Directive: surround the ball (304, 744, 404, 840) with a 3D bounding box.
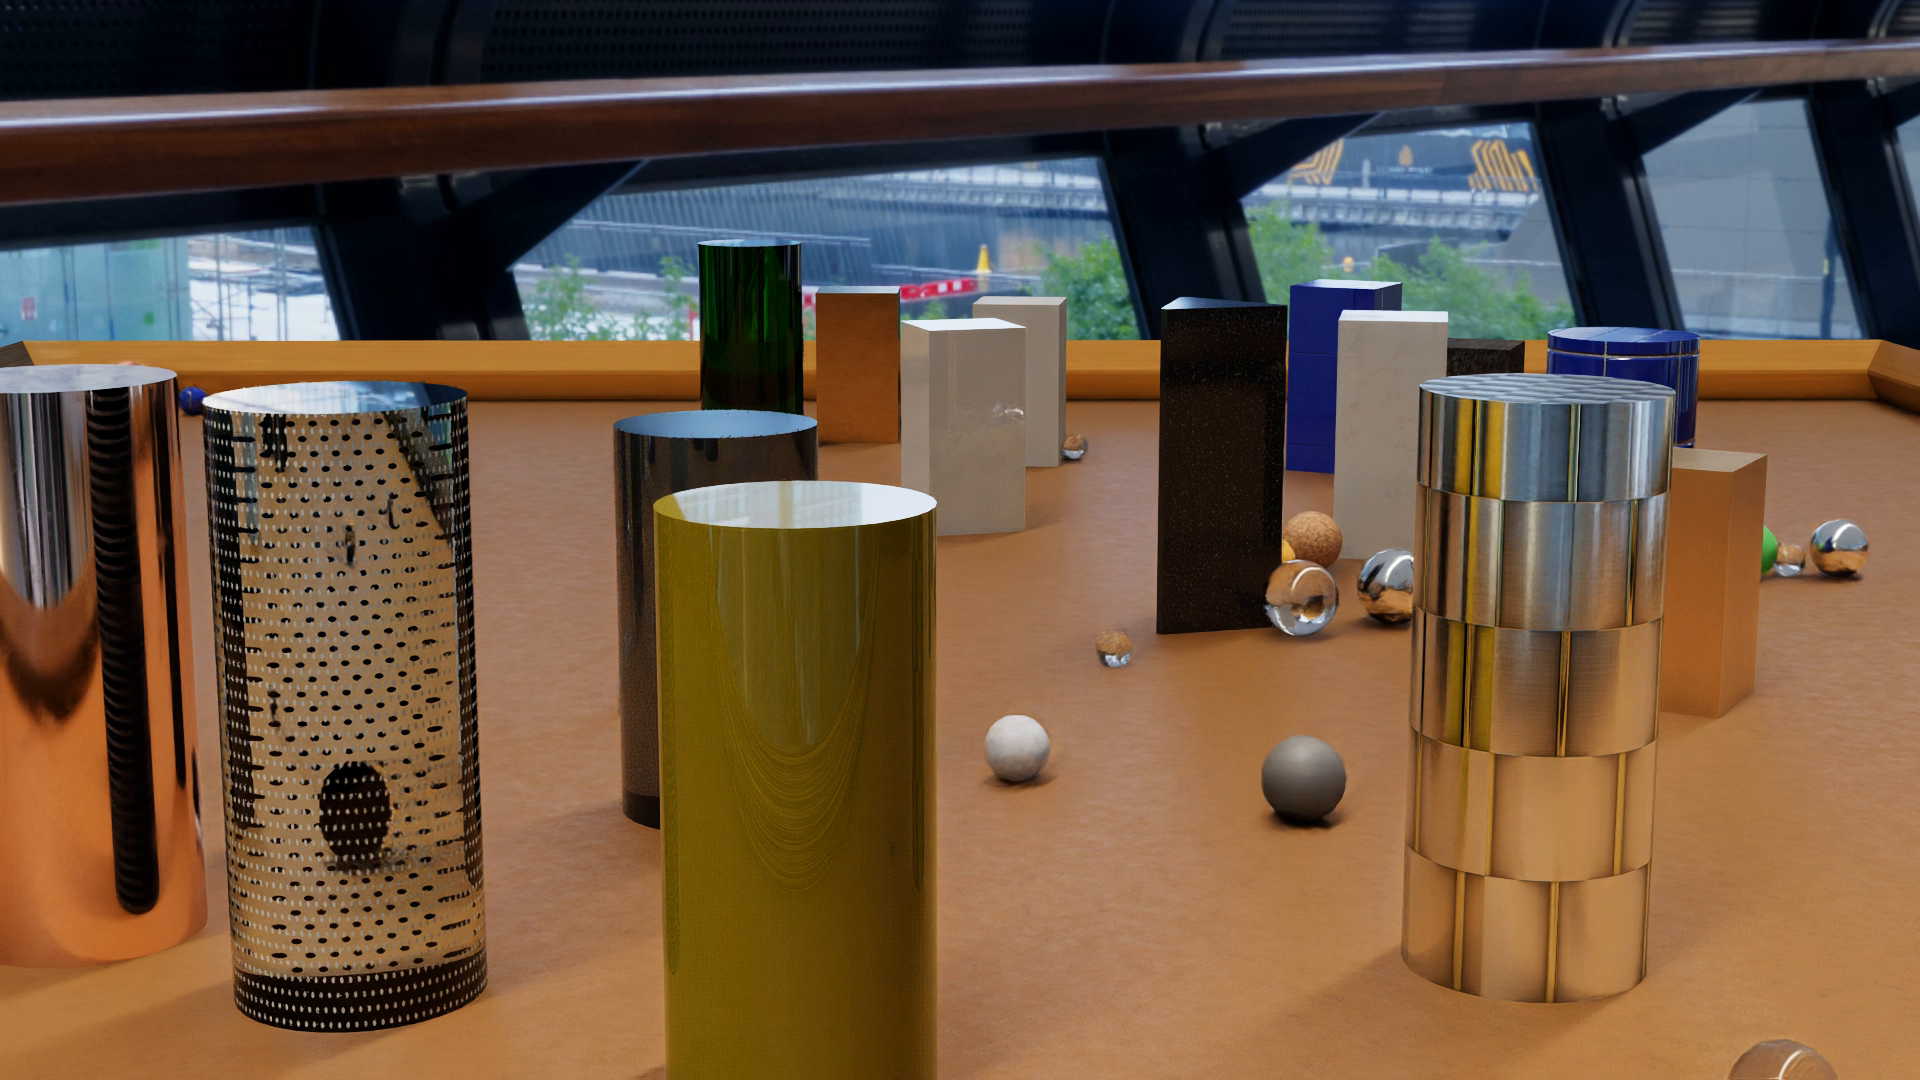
[{"bbox_3d":[-0.576,0.239,2.439,0.092,0.092,0.092,0,10,0],"label":"ball"}]

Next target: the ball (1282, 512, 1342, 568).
[{"bbox_3d":[0.512,0.002,3.735,0.088,0.088,0.088,0,10,0],"label":"ball"}]

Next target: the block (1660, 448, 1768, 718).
[{"bbox_3d":[0.829,0.044,2.977,0.158,0.281,0.158,6,12,30],"label":"block"}]

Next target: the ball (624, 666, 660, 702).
[{"bbox_3d":[-0.368,0.167,2.969,0.042,0.042,0.042,0,10,0],"label":"ball"}]

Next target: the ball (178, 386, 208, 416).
[{"bbox_3d":[-1.616,-0.294,5.405,0.061,0.061,0.061,0,10,0],"label":"ball"}]

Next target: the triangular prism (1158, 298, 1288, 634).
[{"bbox_3d":[0.319,-0.103,3.382,0.171,0.422,0.148,-3,11,-16],"label":"triangular prism"}]

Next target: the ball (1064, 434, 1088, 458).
[{"bbox_3d":[0.216,-0.175,4.806,0.045,0.045,0.045,0,10,0],"label":"ball"}]

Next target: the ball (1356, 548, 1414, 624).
[{"bbox_3d":[0.573,0.061,3.383,0.099,0.099,0.099,0,10,0],"label":"ball"}]

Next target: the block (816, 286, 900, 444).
[{"bbox_3d":[-0.199,-0.347,5.054,0.158,0.293,0.158,0,10,1],"label":"block"}]

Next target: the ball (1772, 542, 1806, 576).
[{"bbox_3d":[1.194,0.028,3.698,0.049,0.049,0.049,0,10,0],"label":"ball"}]

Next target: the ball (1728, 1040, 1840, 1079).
[{"bbox_3d":[0.559,0.377,1.739,0.076,0.076,0.076,0,10,0],"label":"ball"}]

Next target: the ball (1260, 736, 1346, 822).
[{"bbox_3d":[0.335,0.232,2.502,0.083,0.083,0.083,0,10,0],"label":"ball"}]

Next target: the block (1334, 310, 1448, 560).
[{"bbox_3d":[0.649,-0.160,3.868,0.158,0.357,0.158,2,11,10],"label":"block"}]

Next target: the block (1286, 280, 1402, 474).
[{"bbox_3d":[0.700,-0.298,4.677,0.158,0.336,0.158,5,12,27],"label":"block"}]

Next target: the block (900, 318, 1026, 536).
[{"bbox_3d":[0.004,-0.182,4.083,0.158,0.323,0.158,-3,11,-17],"label":"block"}]

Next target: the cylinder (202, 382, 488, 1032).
[{"bbox_3d":[-0.478,0.124,2.010,0.198,0.476,0.198,0,10,0],"label":"cylinder"}]

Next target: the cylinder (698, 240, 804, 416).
[{"bbox_3d":[-0.400,-0.372,4.914,0.198,0.393,0.198,0,10,0],"label":"cylinder"}]

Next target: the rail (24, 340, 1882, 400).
[{"bbox_3d":[-0.013,-0.371,5.633,4.094,0.129,0.045,0,10,0],"label":"rail"}]

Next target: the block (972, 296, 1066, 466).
[{"bbox_3d":[0.112,-0.296,4.771,0.158,0.297,0.158,1,11,7],"label":"block"}]

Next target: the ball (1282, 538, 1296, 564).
[{"bbox_3d":[0.424,0.034,3.566,0.086,0.086,0.086,0,10,0],"label":"ball"}]

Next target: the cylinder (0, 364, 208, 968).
[{"bbox_3d":[-0.746,0.099,2.150,0.198,0.473,0.198,0,10,0],"label":"cylinder"}]

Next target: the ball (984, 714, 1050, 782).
[{"bbox_3d":[0.058,0.214,2.642,0.068,0.068,0.068,0,10,0],"label":"ball"}]

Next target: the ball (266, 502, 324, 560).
[{"bbox_3d":[-0.992,-0.014,3.829,0.084,0.084,0.084,0,10,0],"label":"ball"}]

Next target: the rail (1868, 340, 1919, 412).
[{"bbox_3d":[2.023,0.031,3.460,0.045,0.129,4.490,0,10,0],"label":"rail"}]

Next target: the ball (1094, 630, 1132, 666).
[{"bbox_3d":[0.188,0.132,3.144,0.046,0.046,0.046,0,10,0],"label":"ball"}]

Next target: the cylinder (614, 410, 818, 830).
[{"bbox_3d":[-0.237,0.076,2.523,0.198,0.384,0.198,0,10,0],"label":"cylinder"}]

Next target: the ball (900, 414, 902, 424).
[{"bbox_3d":[-0.089,-0.241,5.117,0.062,0.062,0.062,0,10,0],"label":"ball"}]

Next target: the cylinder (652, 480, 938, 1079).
[{"bbox_3d":[-0.115,0.183,1.831,0.198,0.425,0.198,0,10,0],"label":"cylinder"}]

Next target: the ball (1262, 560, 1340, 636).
[{"bbox_3d":[0.440,0.074,3.313,0.099,0.099,0.099,0,10,0],"label":"ball"}]

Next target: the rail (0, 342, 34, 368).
[{"bbox_3d":[-2.023,0.035,3.437,0.045,0.129,4.490,0,10,0],"label":"rail"}]

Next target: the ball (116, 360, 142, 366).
[{"bbox_3d":[-1.804,-0.340,5.558,0.097,0.097,0.097,0,10,0],"label":"ball"}]

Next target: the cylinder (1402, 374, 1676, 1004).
[{"bbox_3d":[0.464,0.113,2.072,0.198,0.474,0.198,0,10,0],"label":"cylinder"}]

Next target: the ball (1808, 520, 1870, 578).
[{"bbox_3d":[1.265,0.013,3.691,0.083,0.083,0.083,0,10,0],"label":"ball"}]

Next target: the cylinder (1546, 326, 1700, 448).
[{"bbox_3d":[0.886,-0.092,3.461,0.198,0.372,0.198,0,10,0],"label":"cylinder"}]

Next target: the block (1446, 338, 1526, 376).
[{"bbox_3d":[0.865,-0.204,4.369,0.158,0.262,0.158,4,11,21],"label":"block"}]

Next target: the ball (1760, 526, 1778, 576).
[{"bbox_3d":[1.131,0.014,3.682,0.083,0.083,0.083,0,10,0],"label":"ball"}]
